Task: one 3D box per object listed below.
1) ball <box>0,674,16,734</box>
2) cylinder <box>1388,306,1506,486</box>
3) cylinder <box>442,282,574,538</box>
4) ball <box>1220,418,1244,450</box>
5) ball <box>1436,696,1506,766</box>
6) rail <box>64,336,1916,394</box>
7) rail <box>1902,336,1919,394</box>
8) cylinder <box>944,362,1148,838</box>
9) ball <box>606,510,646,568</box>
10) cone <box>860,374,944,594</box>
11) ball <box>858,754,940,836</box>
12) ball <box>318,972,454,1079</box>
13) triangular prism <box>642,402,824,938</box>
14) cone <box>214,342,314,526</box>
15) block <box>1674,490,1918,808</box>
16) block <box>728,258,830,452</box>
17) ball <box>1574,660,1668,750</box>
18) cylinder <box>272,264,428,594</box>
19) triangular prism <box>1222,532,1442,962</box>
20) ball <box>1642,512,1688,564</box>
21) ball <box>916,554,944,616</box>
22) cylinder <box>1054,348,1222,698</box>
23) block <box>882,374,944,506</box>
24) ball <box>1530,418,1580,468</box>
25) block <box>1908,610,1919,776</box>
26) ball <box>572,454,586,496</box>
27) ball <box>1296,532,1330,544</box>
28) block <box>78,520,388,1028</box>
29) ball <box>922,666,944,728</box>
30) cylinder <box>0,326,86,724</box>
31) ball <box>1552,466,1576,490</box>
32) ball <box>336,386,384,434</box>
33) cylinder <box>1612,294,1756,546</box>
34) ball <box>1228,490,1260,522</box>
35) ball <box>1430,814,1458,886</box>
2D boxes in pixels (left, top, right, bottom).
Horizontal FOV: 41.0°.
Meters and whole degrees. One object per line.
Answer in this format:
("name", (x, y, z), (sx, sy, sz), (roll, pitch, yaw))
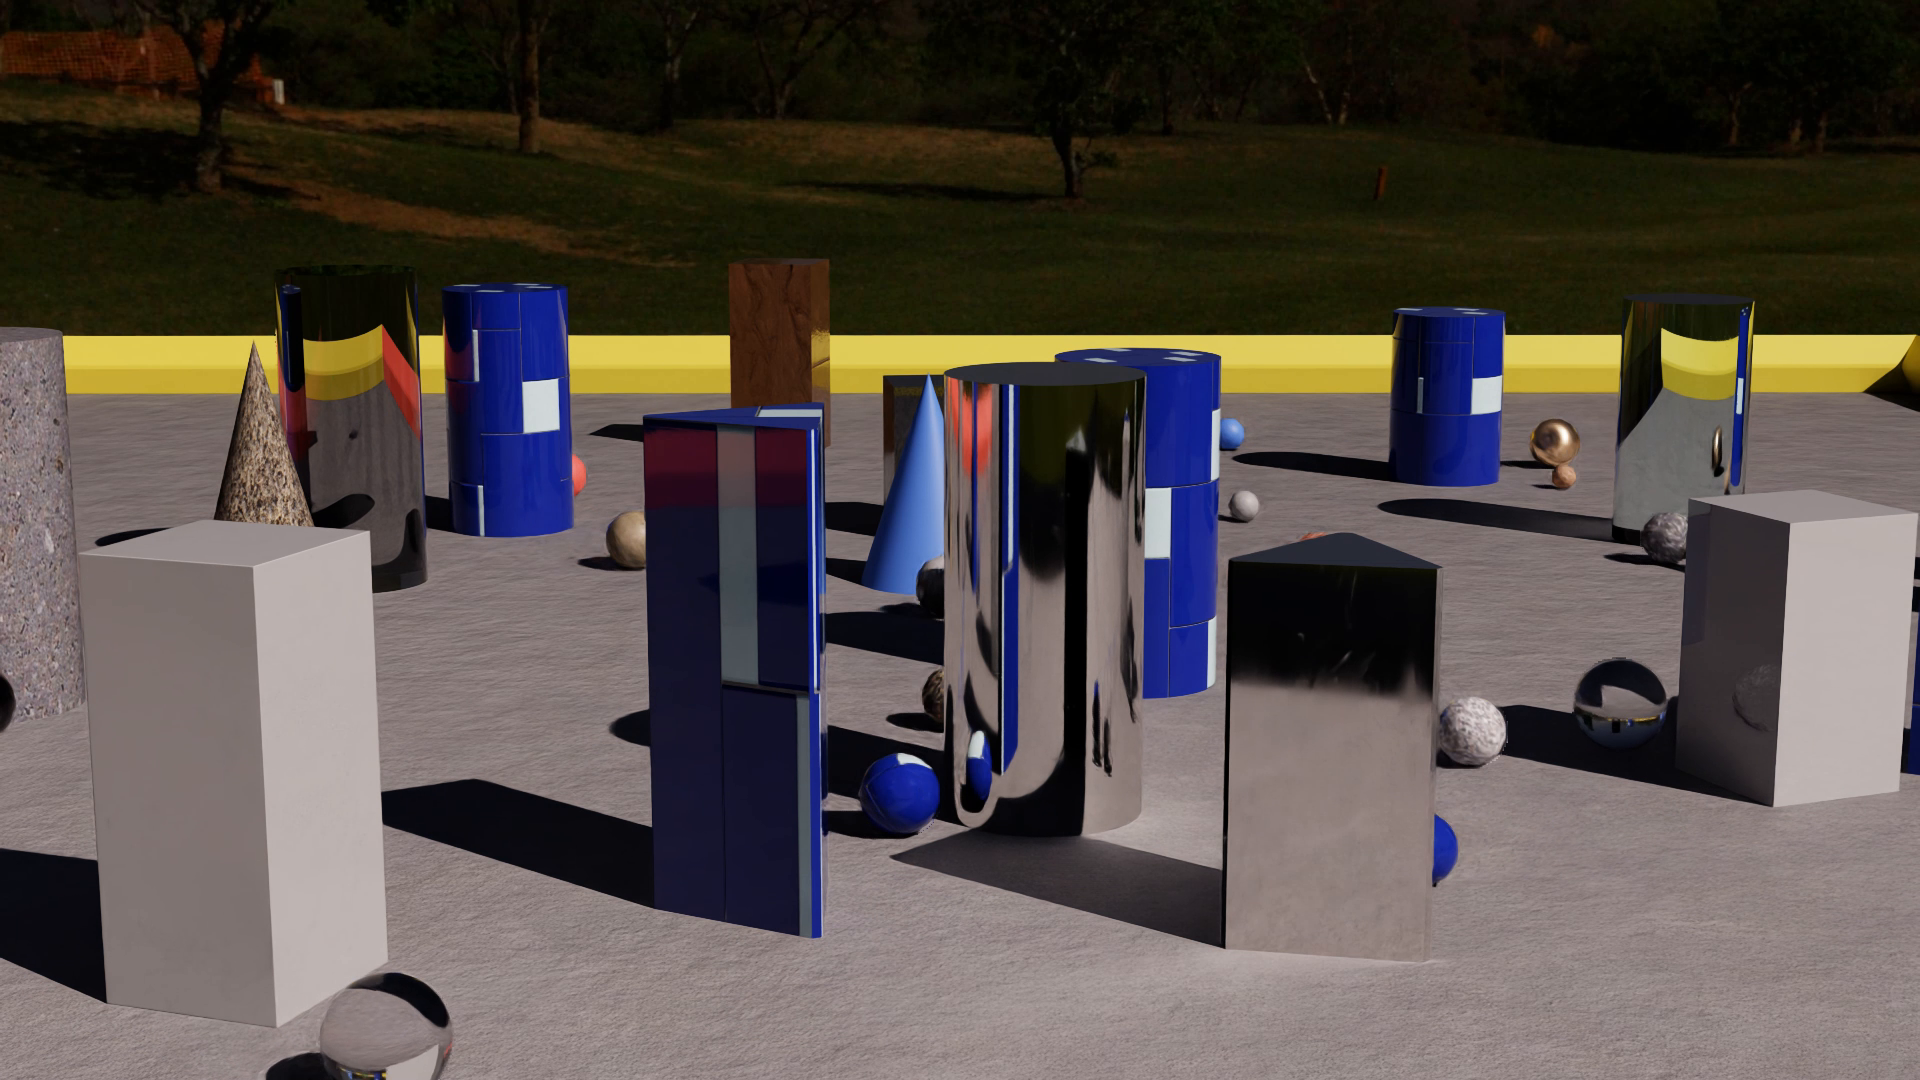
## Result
("ball", (-1.070, 0.178, 2.785), (0.085, 0.085, 0.085), (0, 11, 0))
("cylinder", (0.863, -0.257, 4.551), (0.196, 0.297, 0.196), (0, 11, 0))
("cylinder", (-0.715, -0.209, 4.064), (0.196, 0.381, 0.196), (0, 11, 0))
("ball", (0.513, -0.203, 4.905), (0.062, 0.062, 0.062), (0, 11, 0))
("ball", (0.538, 0.201, 2.699), (0.072, 0.072, 0.072), (0, 11, 0))
("rail", (-0.013, -0.390, 5.728), (4.317, 0.127, 0.045), (0, 11, 0))
("rail", (2.135, 0.031, 3.461), (0.045, 0.127, 4.684), (0, 11, 0))
("cylinder", (0.082, 0.053, 2.506), (0.196, 0.434, 0.196), (0, 11, 0))
("ball", (-0.475, -0.001, 3.750), (0.086, 0.086, 0.086), (0, 11, 0))
("cone", (-0.044, -0.089, 3.637), (0.196, 0.300, 0.196), (0, 11, 0))
("ball", (-0.058, 0.243, 2.455), (0.078, 0.078, 0.078), (0, 11, 0))
("ball", (-0.406, 0.353, 1.818), (0.093, 0.093, 0.093), (0, 11, 0))
("triangular prism", (-0.159, 0.104, 2.231), (0.170, 0.434, 0.147), (6, 12, 28))
("cone", (-0.924, -0.080, 3.390), (0.196, 0.373, 0.196), (0, 11, 0))
("block", (0.851, 0.106, 2.622), (0.157, 0.287, 0.157), (-4, 11, -21))
("block", (-0.341, -0.350, 4.882), (0.157, 0.359, 0.157), (2, 11, 10))
("ball", (0.709, 0.177, 2.755), (0.098, 0.098, 0.098), (0, 11, 0))
("cylinder", (-0.860, -0.160, 3.626), (0.196, 0.443, 0.196), (0, 11, 0))
("triangular prism", (0.317, 0.168, 2.168), (0.170, 0.330, 0.147), (2, 11, 12))
("ball", (1.046, -0.003, 3.787), (0.077, 0.077, 0.077), (0, 11, 0))
("ball", (-0.018, 0.061, 3.422), (0.083, 0.083, 0.083), (0, 11, 0))
("cylinder", (0.209, -0.024, 3.045), (0.196, 0.389, 0.196), (0, 11, 0))
("block", (-0.034, -0.133, 4.048), (0.157, 0.238, 0.157), (-1, 11, -8))
("ball", (1.087, -0.177, 4.689), (0.090, 0.090, 0.090), (0, 11, 0))
("block", (1.093, 0.107, 2.674), (0.157, 0.265, 0.157), (6, 12, 29))
("ball", (-0.673, -0.109, 4.344), (0.082, 0.082, 0.082), (0, 11, 0))
("ball", (0.509, 0.025, 3.648), (0.072, 0.072, 0.072), (0, 11, 0))
("block", (-0.570, 0.178, 2.030), (0.157, 0.360, 0.157), (4, 11, 19))
("ball", (-0.006, 0.174, 2.845), (0.071, 0.071, 0.071), (0, 11, 0))
("cylinder", (-1.111, -0.020, 2.919), (0.196, 0.426, 0.196), (0, 11, 0))
("ball", (1.049, -0.109, 4.455), (0.042, 0.042, 0.042), (0, 11, 0))
("ball", (-1.196, -0.259, 5.114), (0.096, 0.096, 0.096), (0, 11, 0))
("cylinder", (1.115, -0.186, 3.959), (0.196, 0.373, 0.196), (0, 11, 0))
("ball", (0.459, -0.055, 4.142), (0.049, 0.049, 0.049), (0, 11, 0))
("ball", (0.414, 0.277, 2.302), (0.067, 0.067, 0.067), (0, 11, 0))
